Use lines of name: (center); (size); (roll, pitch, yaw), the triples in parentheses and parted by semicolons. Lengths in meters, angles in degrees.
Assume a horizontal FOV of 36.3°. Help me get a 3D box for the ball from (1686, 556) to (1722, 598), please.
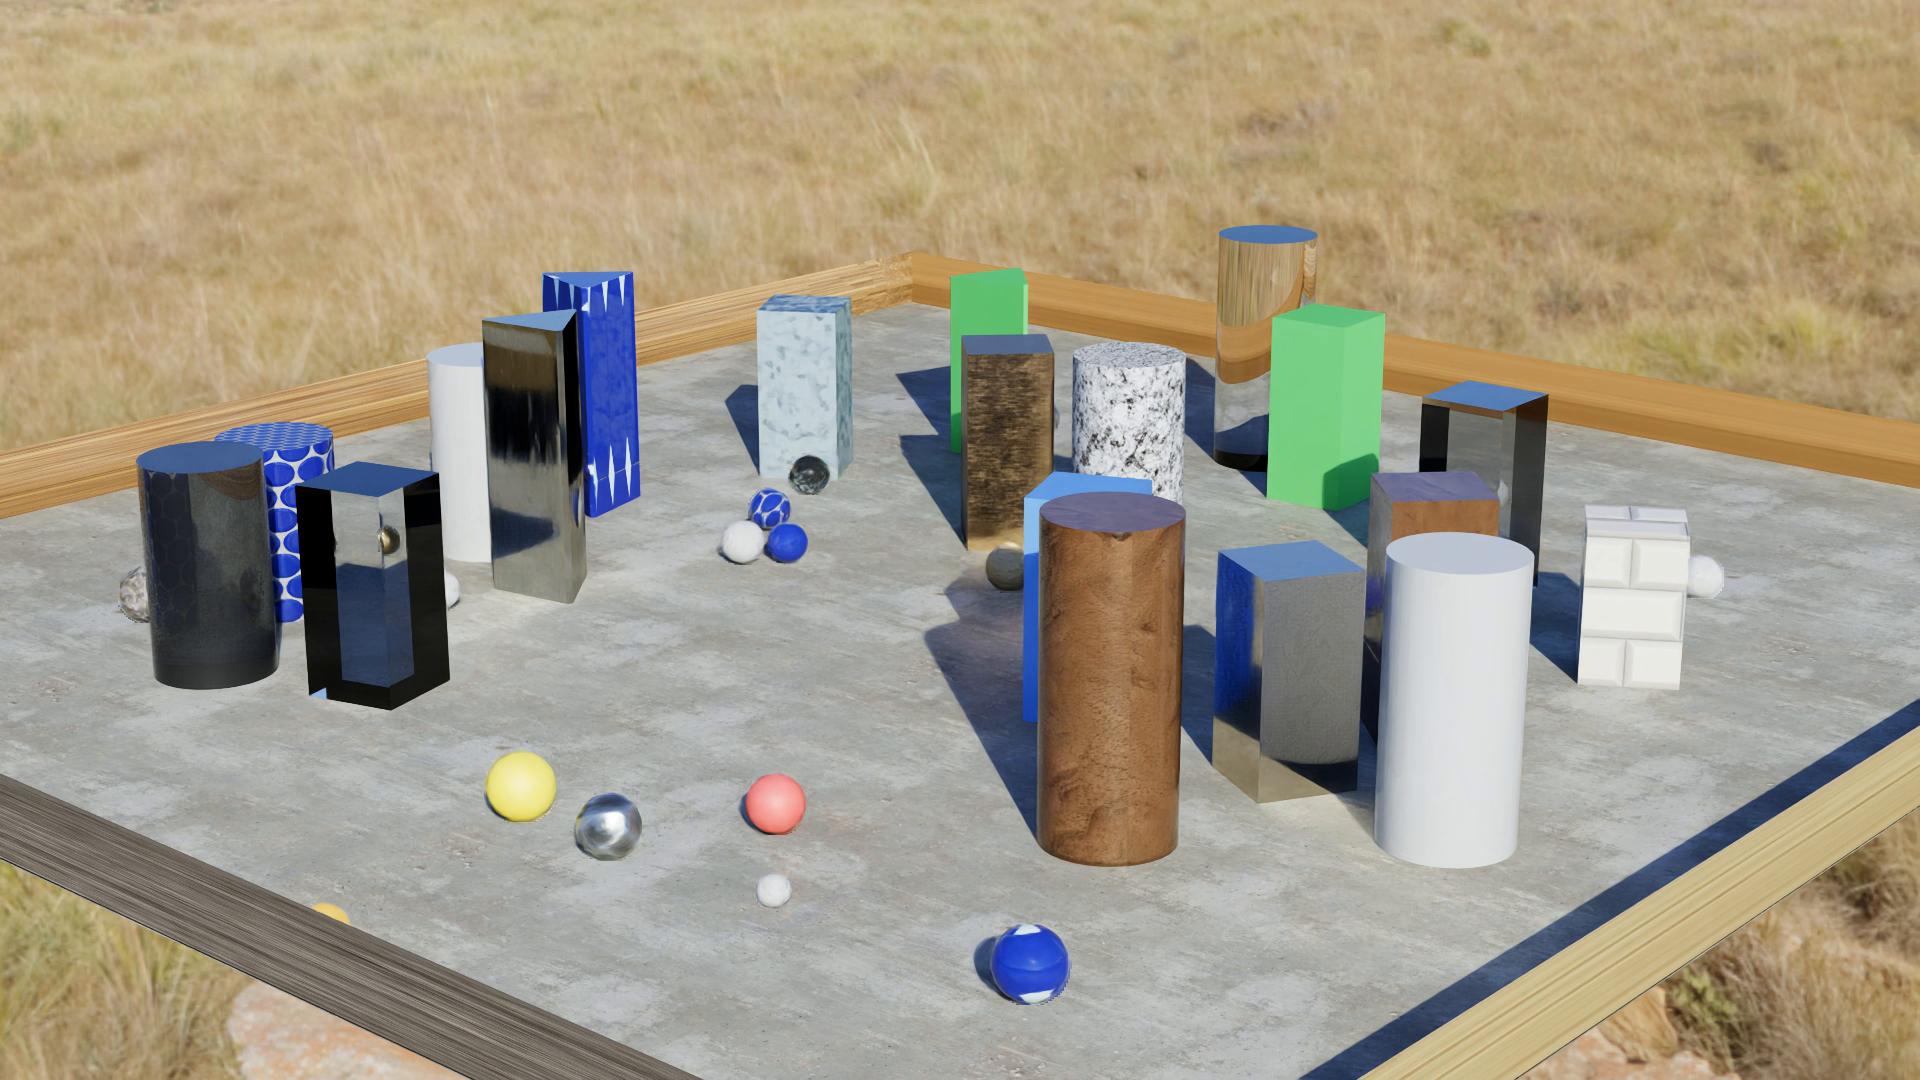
ball: (1.290, 0.064, 5.109); (0.075, 0.075, 0.075); (0, 17, 0)

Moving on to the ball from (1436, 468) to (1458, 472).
ball: (0.943, -0.105, 5.678); (0.072, 0.072, 0.072); (0, 17, 0)

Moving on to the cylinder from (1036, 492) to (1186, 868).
cylinder: (0.205, 0.189, 4.005); (0.197, 0.474, 0.197); (0, 17, 0)

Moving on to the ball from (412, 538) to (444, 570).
ball: (-0.955, 0.025, 5.270); (0.058, 0.058, 0.058); (0, 17, 0)

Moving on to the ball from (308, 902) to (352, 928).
ball: (-0.803, 0.493, 3.697); (0.069, 0.069, 0.069); (0, 17, 0)

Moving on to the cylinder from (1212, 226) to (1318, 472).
cylinder: (0.617, -0.389, 5.934); (0.197, 0.466, 0.197); (0, 17, 0)

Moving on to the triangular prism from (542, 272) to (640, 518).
triangular prism: (-0.688, -0.288, 5.636); (0.148, 0.446, 0.171); (-11, 20, -33)

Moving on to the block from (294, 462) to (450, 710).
block: (-0.924, 0.070, 4.620); (0.158, 0.346, 0.158); (8, 18, 25)

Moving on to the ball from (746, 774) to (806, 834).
ball: (-0.257, 0.367, 4.087); (0.084, 0.084, 0.084); (0, 17, 0)

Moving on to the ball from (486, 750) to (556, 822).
ball: (-0.618, 0.347, 4.131); (0.099, 0.099, 0.099); (0, 17, 0)

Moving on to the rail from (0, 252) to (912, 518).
rail: (-1.256, -0.283, 6.164); (0.045, 0.128, 3.509); (14, 22, 39)

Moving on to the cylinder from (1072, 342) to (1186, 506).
cylinder: (0.296, -0.129, 5.177); (0.197, 0.406, 0.197); (0, 17, 0)

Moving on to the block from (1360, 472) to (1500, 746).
block: (0.704, 0.108, 4.411); (0.158, 0.393, 0.158); (-1, 17, -4)

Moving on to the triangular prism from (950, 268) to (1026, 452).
triangular prism: (0.090, -0.367, 6.037); (0.171, 0.366, 0.148); (8, 19, 26)

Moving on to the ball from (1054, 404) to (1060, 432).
ball: (0.171, -0.256, 6.162); (0.080, 0.080, 0.080); (0, 17, 0)

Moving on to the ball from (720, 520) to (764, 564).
ball: (-0.393, 0.003, 5.306); (0.079, 0.079, 0.079); (0, 17, 0)

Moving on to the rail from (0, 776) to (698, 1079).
rail: (-1.135, 0.409, 3.869); (3.374, 0.128, 0.045); (14, 22, 39)

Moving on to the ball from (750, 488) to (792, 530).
ball: (-0.356, -0.058, 5.511); (0.077, 0.077, 0.077); (0, 17, 0)

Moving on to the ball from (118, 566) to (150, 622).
ball: (-1.380, 0.091, 4.984); (0.096, 0.096, 0.096); (0, 17, 0)

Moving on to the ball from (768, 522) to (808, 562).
ball: (-0.312, 0.004, 5.310); (0.073, 0.073, 0.073); (0, 17, 0)

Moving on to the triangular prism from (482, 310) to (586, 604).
triangular prism: (-0.710, -0.152, 5.119); (0.171, 0.484, 0.148); (10, 20, 30)

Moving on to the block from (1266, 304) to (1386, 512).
block: (0.709, -0.259, 5.688); (0.158, 0.361, 0.158); (12, 21, 35)

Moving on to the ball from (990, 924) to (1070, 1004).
ball: (0.085, 0.516, 3.573); (0.096, 0.096, 0.096); (0, 17, 0)

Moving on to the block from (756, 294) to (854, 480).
block: (-0.310, -0.307, 5.883); (0.158, 0.340, 0.158); (3, 17, 9)

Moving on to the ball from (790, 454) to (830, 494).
ball: (-0.294, -0.129, 5.745); (0.077, 0.077, 0.077); (0, 17, 0)

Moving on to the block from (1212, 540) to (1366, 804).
block: (0.474, 0.189, 4.246); (0.158, 0.334, 0.158); (-6, 18, -19)

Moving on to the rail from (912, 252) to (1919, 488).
rail: (1.135, -0.345, 6.371); (3.374, 0.128, 0.045); (14, 22, 39)

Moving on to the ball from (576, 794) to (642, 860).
ball: (-0.479, 0.391, 3.999); (0.091, 0.091, 0.091); (0, 17, 0)

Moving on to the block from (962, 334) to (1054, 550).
block: (0.086, -0.181, 5.414); (0.158, 0.369, 0.158); (-1, 17, -4)

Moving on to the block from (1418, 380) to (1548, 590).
block: (0.908, -0.082, 5.115); (0.158, 0.351, 0.158); (13, 21, 38)

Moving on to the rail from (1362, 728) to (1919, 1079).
rail: (1.256, 0.347, 4.076); (0.045, 0.128, 3.509); (14, 22, 39)

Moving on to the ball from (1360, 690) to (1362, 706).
ball: (0.634, 0.245, 4.564); (0.043, 0.043, 0.043); (0, 17, 0)

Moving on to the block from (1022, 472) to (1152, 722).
block: (0.197, 0.093, 4.522); (0.158, 0.358, 0.158); (5, 18, 17)

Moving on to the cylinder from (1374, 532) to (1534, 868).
cylinder: (0.673, 0.217, 4.009); (0.197, 0.417, 0.197); (0, 17, 0)

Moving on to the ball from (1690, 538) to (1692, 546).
ball: (1.278, 0.003, 5.297); (0.083, 0.083, 0.083); (0, 17, 0)

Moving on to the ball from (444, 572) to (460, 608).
ball: (-0.895, 0.086, 5.050); (0.067, 0.067, 0.067); (0, 17, 0)

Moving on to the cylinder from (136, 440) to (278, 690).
cylinder: (-1.206, 0.039, 4.704); (0.197, 0.357, 0.197); (0, 17, 0)

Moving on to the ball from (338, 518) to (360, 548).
ball: (-1.131, -0.012, 5.397); (0.055, 0.055, 0.055); (0, 17, 0)

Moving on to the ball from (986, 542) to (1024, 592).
ball: (0.087, 0.048, 5.146); (0.086, 0.086, 0.086); (0, 17, 0)

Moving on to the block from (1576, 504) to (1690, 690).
block: (1.079, 0.090, 4.711); (0.158, 0.256, 0.158); (3, 17, 10)

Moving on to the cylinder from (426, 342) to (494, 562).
cylinder: (-0.866, -0.162, 5.360); (0.197, 0.363, 0.197); (0, 17, 0)

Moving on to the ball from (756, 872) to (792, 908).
ball: (-0.244, 0.459, 3.848); (0.046, 0.046, 0.046); (0, 17, 0)

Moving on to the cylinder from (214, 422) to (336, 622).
cylinder: (-1.168, -0.032, 5.036); (0.197, 0.302, 0.197); (0, 17, 0)
